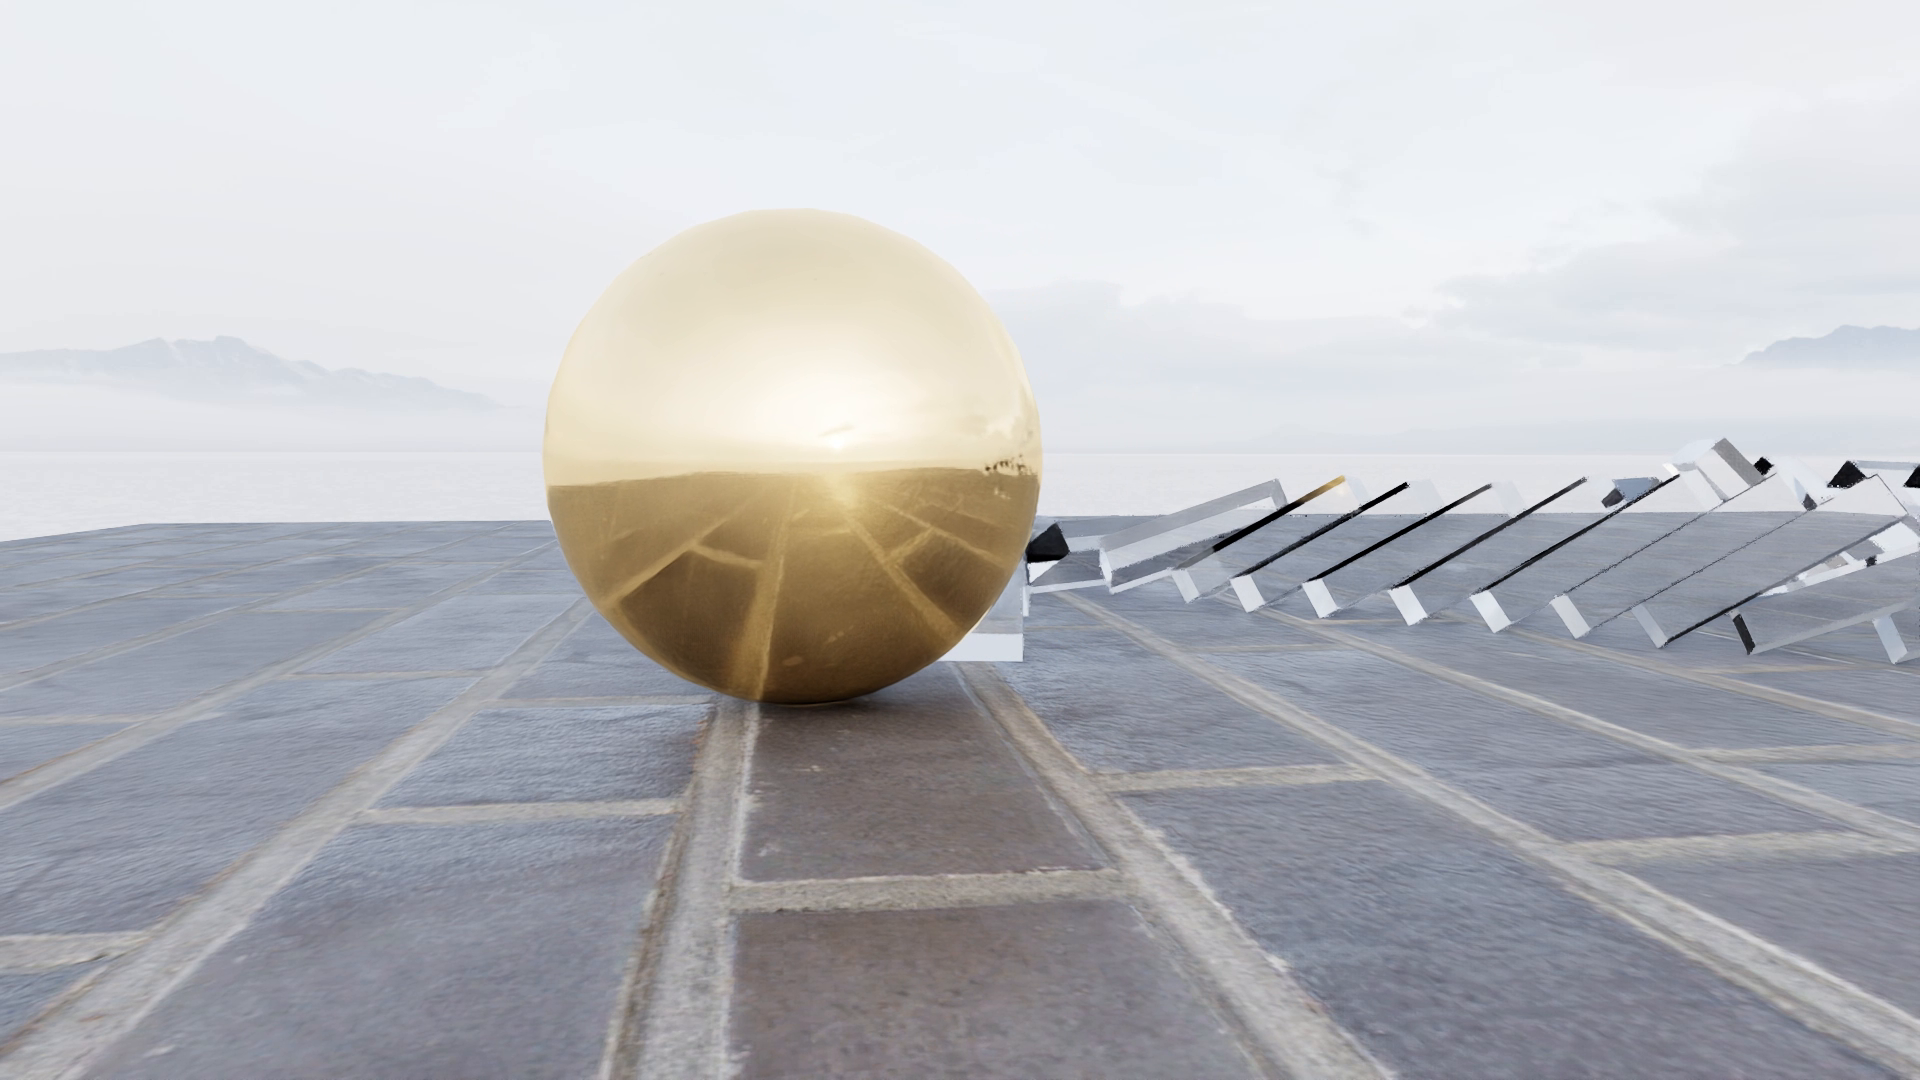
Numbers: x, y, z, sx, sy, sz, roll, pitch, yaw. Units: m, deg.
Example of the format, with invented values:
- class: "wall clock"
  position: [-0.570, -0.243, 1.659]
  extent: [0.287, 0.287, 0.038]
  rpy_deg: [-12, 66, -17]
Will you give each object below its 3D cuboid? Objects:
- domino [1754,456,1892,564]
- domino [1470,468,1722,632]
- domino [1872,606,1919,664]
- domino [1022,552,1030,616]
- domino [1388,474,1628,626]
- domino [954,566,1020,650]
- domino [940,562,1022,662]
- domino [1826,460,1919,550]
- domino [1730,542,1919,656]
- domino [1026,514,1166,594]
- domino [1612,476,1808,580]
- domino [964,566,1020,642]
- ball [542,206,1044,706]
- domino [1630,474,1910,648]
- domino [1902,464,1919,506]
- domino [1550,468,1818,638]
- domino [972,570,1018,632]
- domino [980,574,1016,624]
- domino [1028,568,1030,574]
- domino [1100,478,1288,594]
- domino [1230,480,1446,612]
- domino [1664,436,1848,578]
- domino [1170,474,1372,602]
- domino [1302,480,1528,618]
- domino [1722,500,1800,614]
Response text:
- class: "domino"
  position: [0.235, -0.003, 0.340]
  extent: [0.025, 0.009, 0.050]
  rpy_deg: [-3, 45, -39]
- class: "domino"
  position: [0.142, 0.003, 0.286]
  extent: [0.050, 0.010, 0.025]
  rpy_deg: [-40, -19, 33]
- class: "domino"
  position: [0.203, 0.009, 0.240]
  extent: [0.025, 0.010, 0.050]
  rpy_deg: [-7, -16, -45]
- class: "domino"
  position: [0.003, 0.000, 0.334]
  extent: [0.025, 0.010, 0.050]
  rpy_deg: [0, 37, -3]
- class: "domino"
  position: [0.127, 0.002, 0.298]
  extent: [0.050, 0.009, 0.025]
  rpy_deg: [-37, -18, 33]
- class: "domino"
  position: [0.000, 0.000, 0.276]
  extent: [0.025, 0.050, 0.010]
  rpy_deg: [0, -38, 2]
- class: "domino"
  position: [0.000, 0.001, 0.264]
  extent: [0.025, 0.050, 0.010]
  rpy_deg: [0, -38, 2]
- class: "domino"
  position: [0.251, -0.001, 0.328]
  extent: [0.025, 0.010, 0.050]
  rpy_deg: [1, 40, -15]
- class: "domino"
  position: [0.183, 0.009, 0.255]
  extent: [0.050, 0.009, 0.025]
  rpy_deg: [-27, -12, 34]
- class: "domino"
  position: [0.038, 0.004, 0.370]
  extent: [0.050, 0.010, 0.025]
  rpy_deg: [-4, -27, -45]
- class: "domino"
  position: [0.188, 0.000, 0.332]
  extent: [0.050, 0.009, 0.025]
  rpy_deg: [29, -5, -9]
- class: "domino"
  position: [0.001, -0.001, 0.289]
  extent: [0.025, 0.050, 0.010]
  rpy_deg: [0, -38, 2]
- class: "ball"
  position: [-0.026, -0.013, 0.210]
  extent: [0.080, 0.080, 0.080]
  rpy_deg: [0, 4, 0]
- class: "domino"
  position: [0.167, 0.004, 0.265]
  extent: [0.050, 0.010, 0.025]
  rpy_deg: [-39, -19, 31]
- class: "domino"
  position: [0.258, 0.000, 0.313]
  extent: [0.025, 0.010, 0.050]
  rpy_deg: [5, 39, -4]
- class: "domino"
  position: [0.155, 0.003, 0.275]
  extent: [0.050, 0.009, 0.025]
  rpy_deg: [-40, -19, 33]
- class: "domino"
  position: [0.001, -0.002, 0.302]
  extent: [0.025, 0.050, 0.010]
  rpy_deg: [0, -38, 2]
- class: "domino"
  position: [0.001, -0.002, 0.315]
  extent: [0.025, 0.050, 0.009]
  rpy_deg: [0, -39, 2]
- class: "domino"
  position: [-0.002, 0.011, 0.358]
  extent: [0.025, 0.010, 0.050]
  rpy_deg: [-2, 5, -20]
- class: "domino"
  position: [0.064, -0.001, 0.352]
  extent: [0.050, 0.009, 0.025]
  rpy_deg: [-19, -18, 0]
- class: "domino"
  position: [0.095, 0.002, 0.323]
  extent: [0.050, 0.010, 0.025]
  rpy_deg: [-33, -14, 30]
- class: "domino"
  position: [0.211, -0.005, 0.339]
  extent: [0.009, 0.050, 0.025]
  rpy_deg: [-42, -7, 10]
- class: "domino"
  position: [0.082, 0.000, 0.334]
  extent: [0.050, 0.010, 0.025]
  rpy_deg: [-31, -13, 23]
- class: "domino"
  position: [0.111, 0.002, 0.312]
  extent: [0.050, 0.010, 0.025]
  rpy_deg: [-34, -15, 31]
- class: "domino"
  position: [0.180, 0.005, 0.303]
  extent: [0.025, 0.010, 0.050]
  rpy_deg: [4, -20, 40]
